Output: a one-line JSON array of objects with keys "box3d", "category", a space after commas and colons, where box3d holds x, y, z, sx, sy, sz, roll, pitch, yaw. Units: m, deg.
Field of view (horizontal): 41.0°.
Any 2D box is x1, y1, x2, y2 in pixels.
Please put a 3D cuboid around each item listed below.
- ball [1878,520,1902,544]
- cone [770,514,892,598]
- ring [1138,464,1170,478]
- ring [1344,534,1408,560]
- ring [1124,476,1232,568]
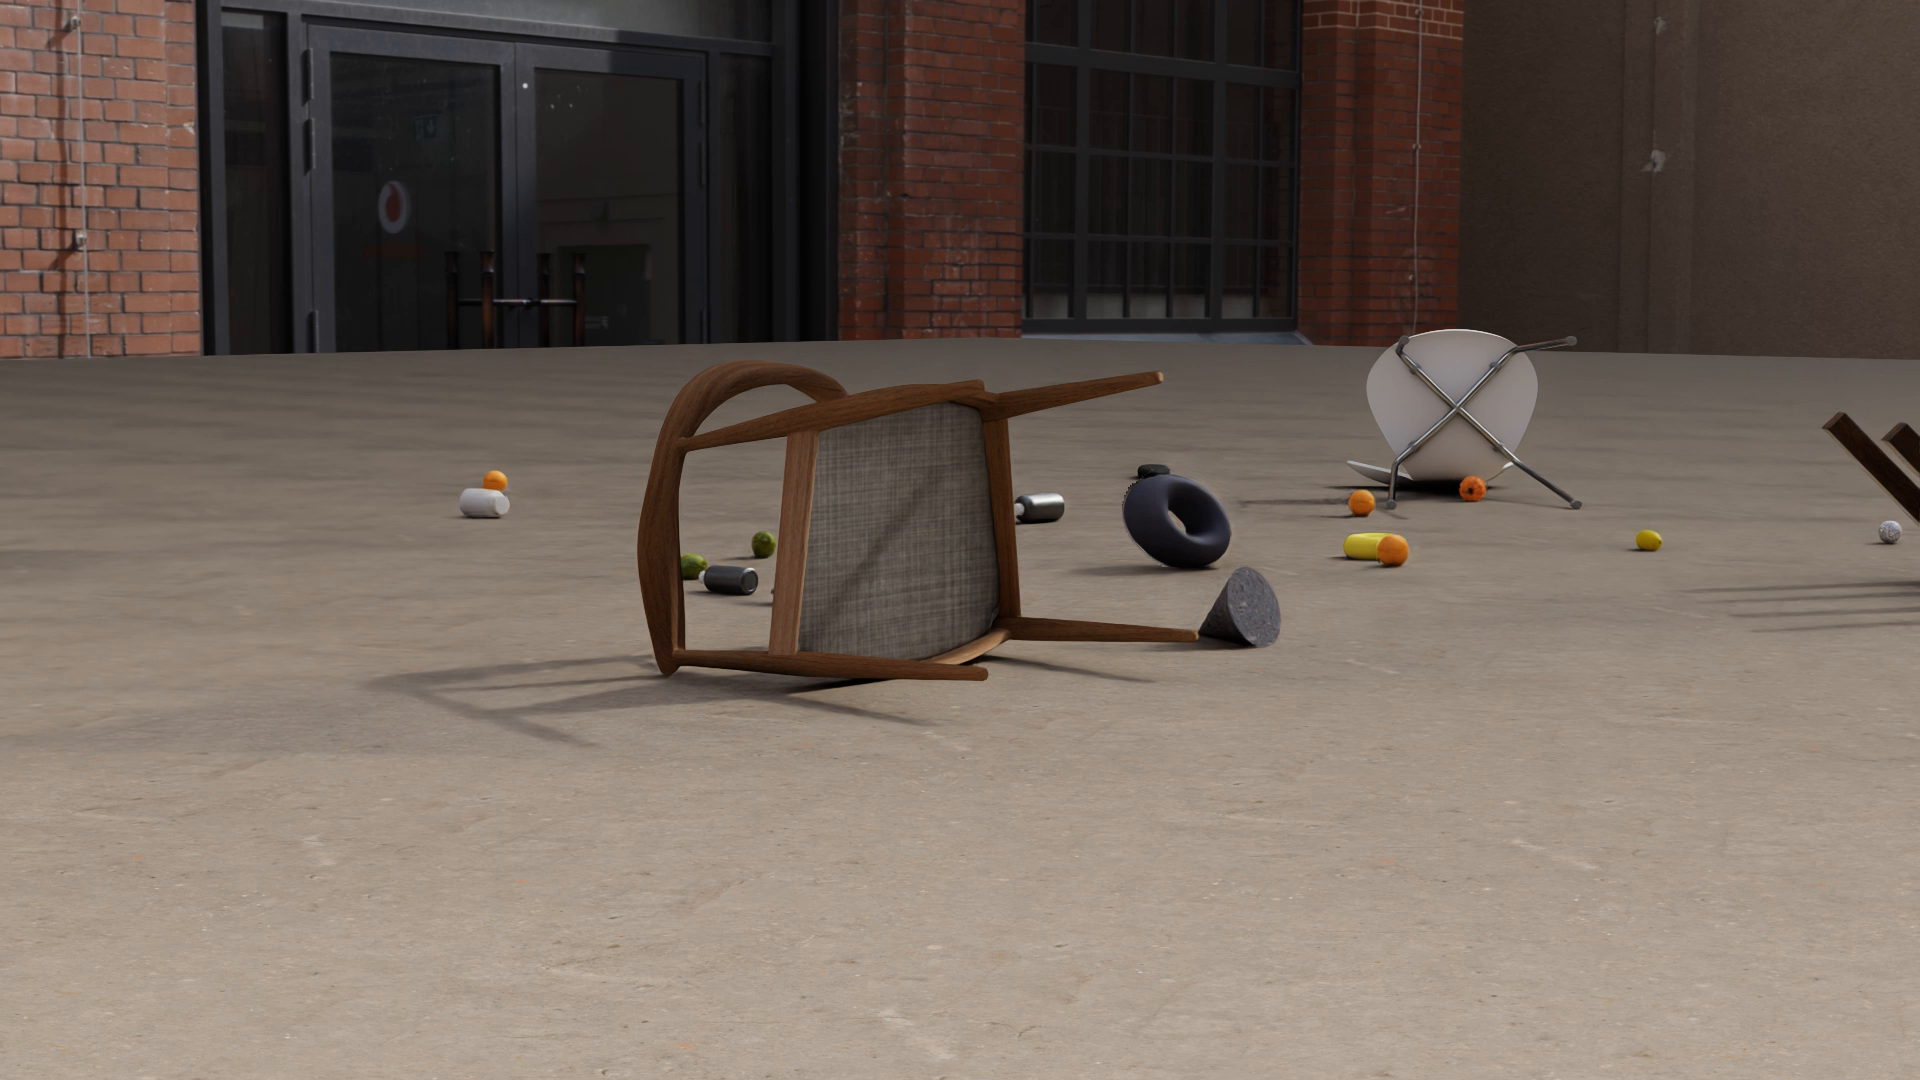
[{"box3d": [2.295, -0.020, 6.332, 0.057, 0.057, 0.057, 0, 6, 0], "category": "ball"}, {"box3d": [-0.268, 0.022, 5.213, 0.251, 0.162, 0.129, -3, -19, -12], "category": "cone"}, {"box3d": [0.634, -0.222, 8.381, 0.109, 0.040, 0.236, 2, 5, 4], "category": "ring"}, {"box3d": [0.972, 0.016, 6.003, 0.150, 0.054, 0.117, 1, 7, 18], "category": "ring"}, {"box3d": [0.491, -0.041, 5.789, 0.261, 0.192, 0.129, 31, -28, -18], "category": "ring"}]
